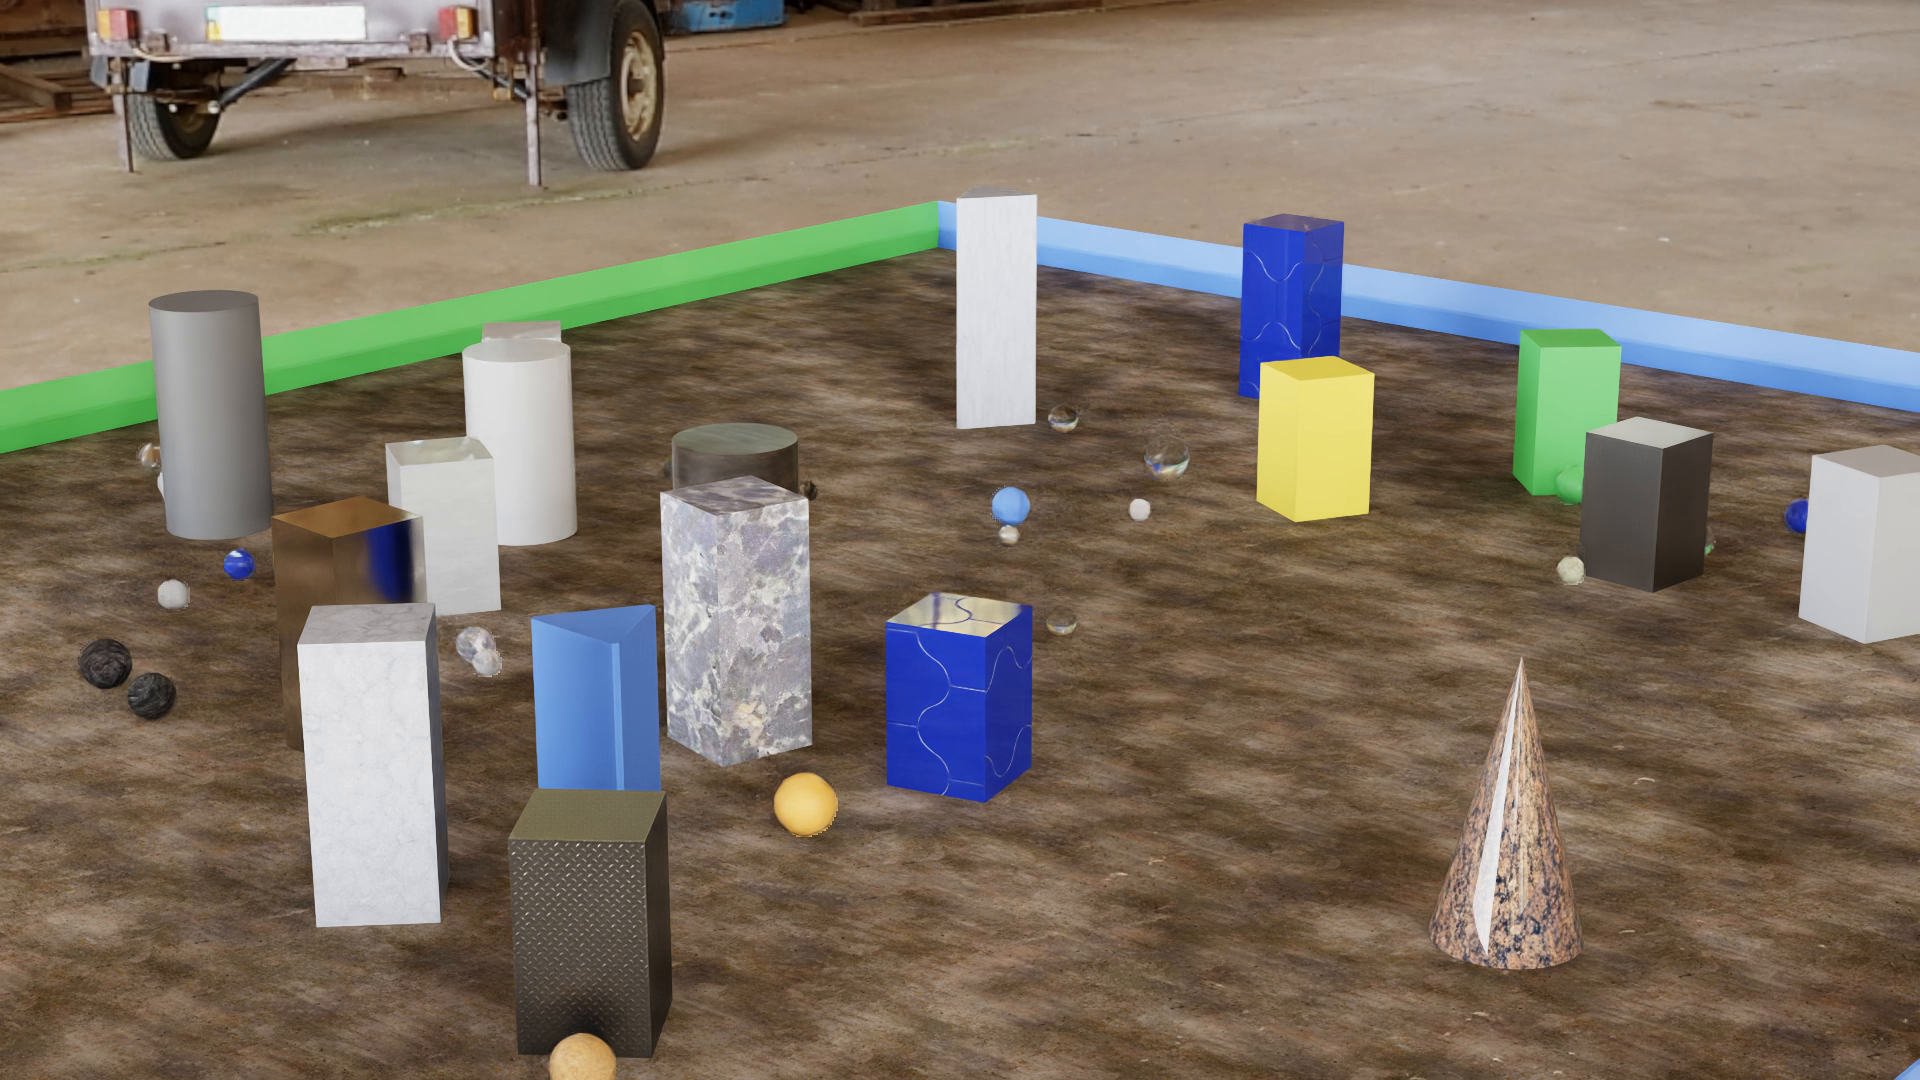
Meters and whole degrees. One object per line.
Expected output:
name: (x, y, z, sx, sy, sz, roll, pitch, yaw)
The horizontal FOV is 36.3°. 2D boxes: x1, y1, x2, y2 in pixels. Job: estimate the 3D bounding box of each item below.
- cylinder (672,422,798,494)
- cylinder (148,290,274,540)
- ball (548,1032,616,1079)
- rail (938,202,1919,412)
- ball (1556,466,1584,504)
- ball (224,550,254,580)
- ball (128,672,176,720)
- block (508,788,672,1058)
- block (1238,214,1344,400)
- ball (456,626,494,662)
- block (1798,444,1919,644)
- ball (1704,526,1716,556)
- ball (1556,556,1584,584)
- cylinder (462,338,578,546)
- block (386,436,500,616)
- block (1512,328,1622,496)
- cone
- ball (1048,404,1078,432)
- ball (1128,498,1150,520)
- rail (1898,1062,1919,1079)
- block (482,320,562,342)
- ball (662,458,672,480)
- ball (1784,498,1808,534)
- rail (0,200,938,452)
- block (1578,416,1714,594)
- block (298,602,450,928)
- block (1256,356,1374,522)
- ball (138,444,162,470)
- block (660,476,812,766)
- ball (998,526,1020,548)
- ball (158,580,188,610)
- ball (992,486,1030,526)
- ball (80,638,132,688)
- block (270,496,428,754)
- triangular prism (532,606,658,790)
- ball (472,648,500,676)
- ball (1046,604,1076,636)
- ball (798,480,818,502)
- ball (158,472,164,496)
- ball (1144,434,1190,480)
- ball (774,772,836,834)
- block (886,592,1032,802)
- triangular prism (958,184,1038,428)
cylinder: (-0.354, 0.030, 4.665, 0.198, 0.397, 0.198, 0, 17, 0)
cylinder: (-1.399, -0.236, 5.487, 0.198, 0.432, 0.198, 0, 17, 0)
ball: (-0.430, 0.599, 3.335, 0.075, 0.075, 0.075, 0, 17, 0)
rail: (1.520, -0.473, 6.796, 4.233, 0.129, 0.045, 14, 22, 39)
ball: (1.191, -0.107, 5.677, 0.075, 0.075, 0.075, 0, 17, 0)
ball: (-1.282, 0.043, 5.217, 0.054, 0.054, 0.054, 0, 17, 0)
ball: (-1.249, 0.241, 4.529, 0.072, 0.072, 0.072, 0, 17, 0)
block: (-0.435, 0.453, 3.478, 0.159, 0.273, 0.159, 1, 17, 3)
block: (0.732, -0.510, 6.477, 0.159, 0.387, 0.159, 13, 21, 37)
ball: (-0.792, 0.171, 4.783, 0.060, 0.060, 0.060, 0, 17, 0)
block: (1.541, 0.005, 4.941, 0.159, 0.287, 0.159, -8, 19, -25)
ball: (1.344, 0.001, 5.343, 0.063, 0.063, 0.063, 0, 17, 0)
ball: (1.081, 0.052, 5.189, 0.048, 0.048, 0.048, 0, 17, 0)
cylinder: (-0.819, -0.184, 5.464, 0.198, 0.347, 0.198, 0, 17, 0)
block: (-0.892, -0.023, 5.062, 0.159, 0.271, 0.159, -6, 18, -19)
block: (1.195, -0.253, 5.781, 0.159, 0.297, 0.159, -1, 17, -3)
cone: (0.701, 0.326, 3.710, 0.198, 0.381, 0.198, 0, 17, 0)
ball: (0.219, -0.257, 6.201, 0.062, 0.062, 0.062, 0, 17, 0)
ball: (0.341, -0.058, 5.571, 0.043, 0.043, 0.043, 0, 17, 0)
rail: (1.580, 0.428, 3.806, 0.045, 0.129, 4.684, 14, 22, 39)
block: (-0.897, -0.309, 6.039, 0.159, 0.254, 0.159, -2, 17, -7)
ball: (-0.569, -0.142, 5.844, 0.047, 0.047, 0.047, 0, 17, 0)
ball: (1.576, -0.044, 5.488, 0.065, 0.065, 0.065, 0, 17, 0)
rail: (-1.580, -0.364, 6.434, 0.045, 0.129, 4.684, 14, 22, 39)
block: (1.218, -0.065, 5.213, 0.159, 0.262, 0.159, -15, 23, -42)
block: (-0.760, 0.291, 3.819, 0.159, 0.385, 0.159, -1, 17, -5)
block: (0.680, -0.196, 5.626, 0.159, 0.275, 0.159, -7, 18, -21)
ball: (-1.632, -0.170, 5.925, 0.053, 0.053, 0.053, 0, 17, 0)
block: (-0.334, 0.119, 4.389, 0.159, 0.387, 0.159, -12, 20, -34)
ball: (0.089, -0.006, 5.403, 0.041, 0.041, 0.041, 0, 17, 0)
ball: (-1.356, 0.094, 5.050, 0.052, 0.052, 0.052, 0, 17, 0)
ball: (0.096, -0.064, 5.542, 0.072, 0.072, 0.072, 0, 17, 0)
ball: (-1.358, 0.197, 4.662, 0.080, 0.080, 0.080, 0, 17, 0)
block: (-0.904, 0.138, 4.372, 0.159, 0.360, 0.159, 16, 23, 42)
triangular prism: (-0.479, 0.251, 4.101, 0.172, 0.300, 0.149, 14, 22, 39)
ball: (-0.763, 0.197, 4.725, 0.043, 0.043, 0.043, 0, 17, 0)
ball: (0.169, 0.134, 4.916, 0.053, 0.053, 0.053, 0, 17, 0)
ball: (-0.299, -0.095, 5.692, 0.044, 0.044, 0.044, 0, 17, 0)
ball: (-1.506, -0.110, 5.670, 0.086, 0.086, 0.086, 0, 17, 0)
ball: (0.413, -0.165, 5.848, 0.089, 0.089, 0.089, 0, 17, 0)
ball: (-0.216, 0.367, 4.086, 0.086, 0.086, 0.086, 0, 17, 0)
block: (0.000, 0.226, 4.268, 0.159, 0.251, 0.159, 8, 19, 25)
triangular prism: (0.059, -0.501, 6.260, 0.172, 0.494, 0.149, -5, 17, -15)
